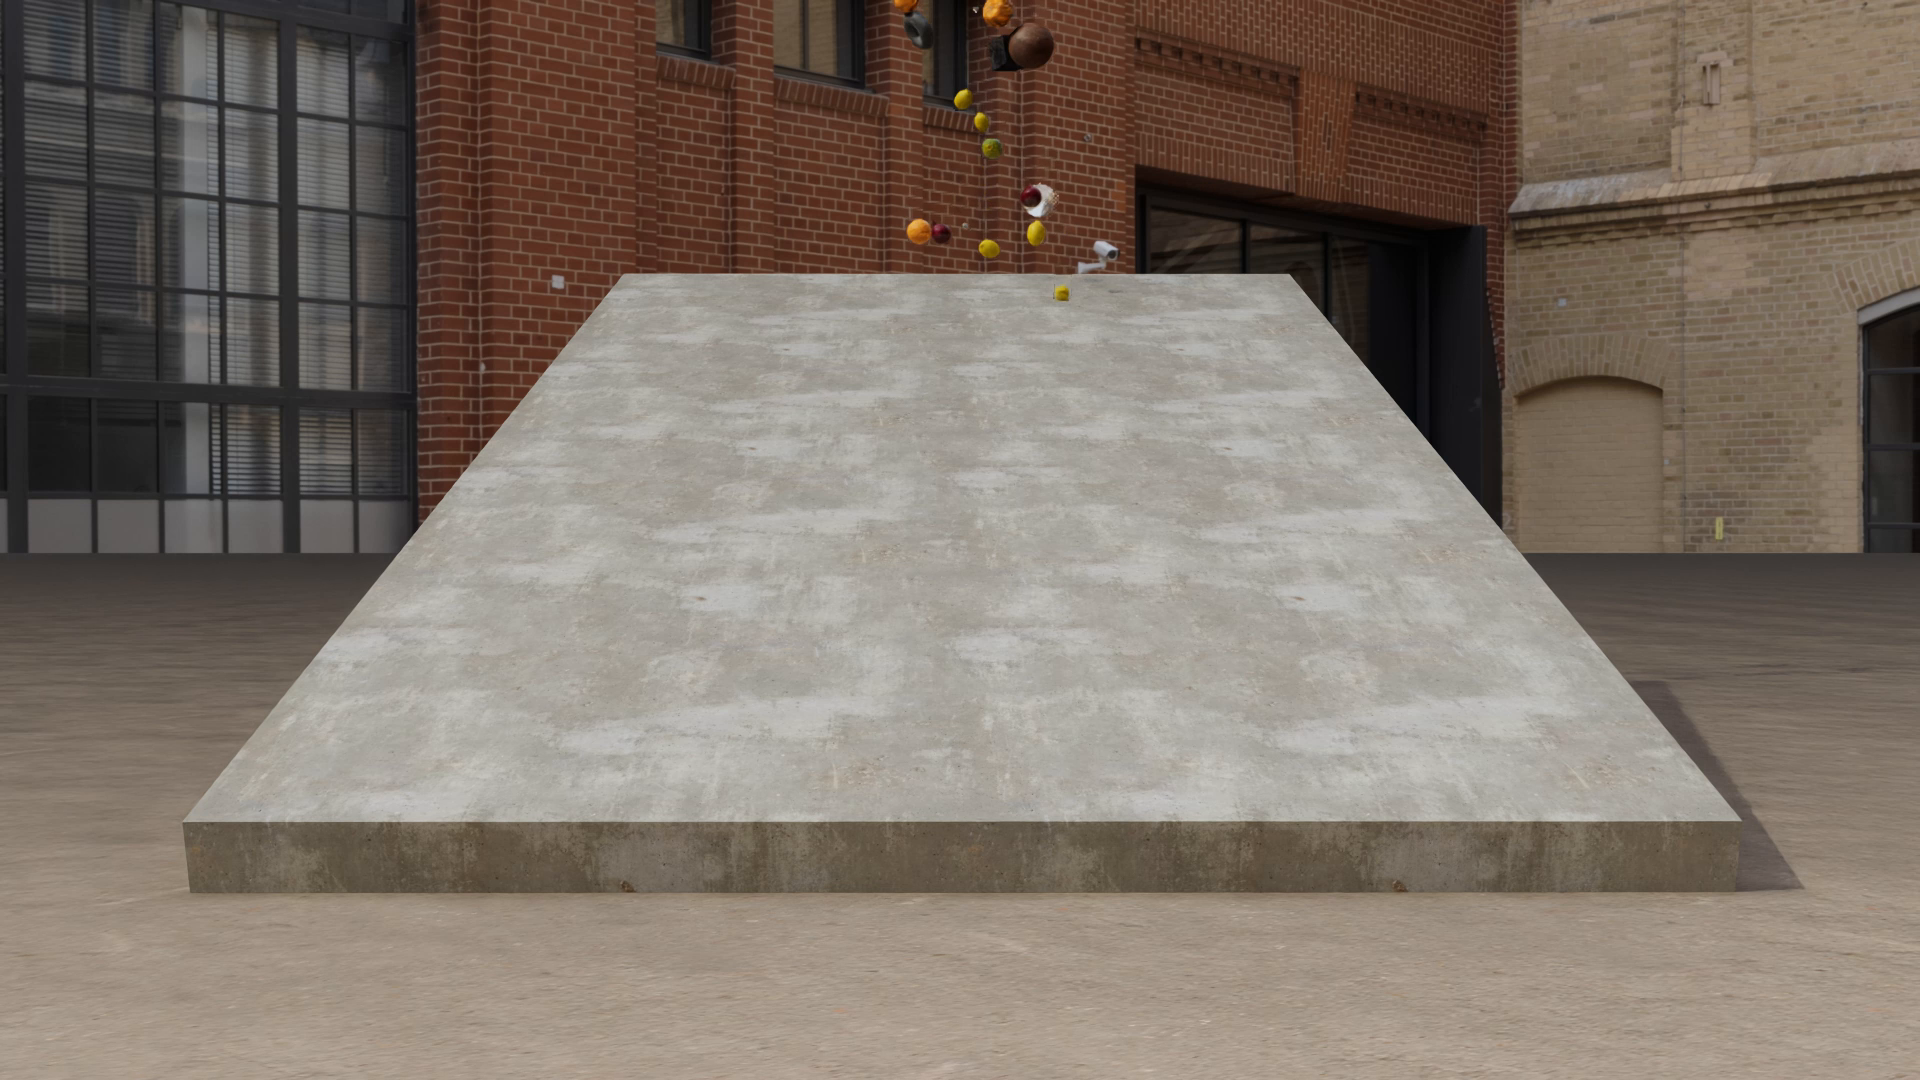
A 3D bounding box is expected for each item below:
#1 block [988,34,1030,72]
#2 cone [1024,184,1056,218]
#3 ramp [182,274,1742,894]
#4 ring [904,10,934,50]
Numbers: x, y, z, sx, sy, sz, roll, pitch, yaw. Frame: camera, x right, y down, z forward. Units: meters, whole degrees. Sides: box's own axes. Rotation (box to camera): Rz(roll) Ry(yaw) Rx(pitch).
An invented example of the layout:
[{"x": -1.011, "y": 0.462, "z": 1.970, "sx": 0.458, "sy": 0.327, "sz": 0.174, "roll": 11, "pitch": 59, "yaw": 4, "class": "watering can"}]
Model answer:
[{"x": 0.146, "y": -1.445, "z": 6.584, "sx": 0.085, "sy": 0.085, "sz": 0.085, "roll": -7, "pitch": -3, "yaw": -30, "class": "block"}, {"x": 0.237, "y": -0.974, "z": 6.372, "sx": 0.096, "sy": 0.096, "sz": 0.096, "roll": 0, "pitch": 10, "yaw": -7, "class": "cone"}, {"x": -0.003, "y": -0.172, "z": 4.774, "sx": 2.000, "sy": 0.100, "sz": 4.000, "roll": 0, "pitch": 17, "yaw": 0, "class": "ramp"}, {"x": -0.118, "y": -1.460, "z": 6.358, "sx": 0.040, "sy": 0.120, "sz": 0.120, "roll": -36, "pitch": 12, "yaw": -17, "class": "ring"}]
